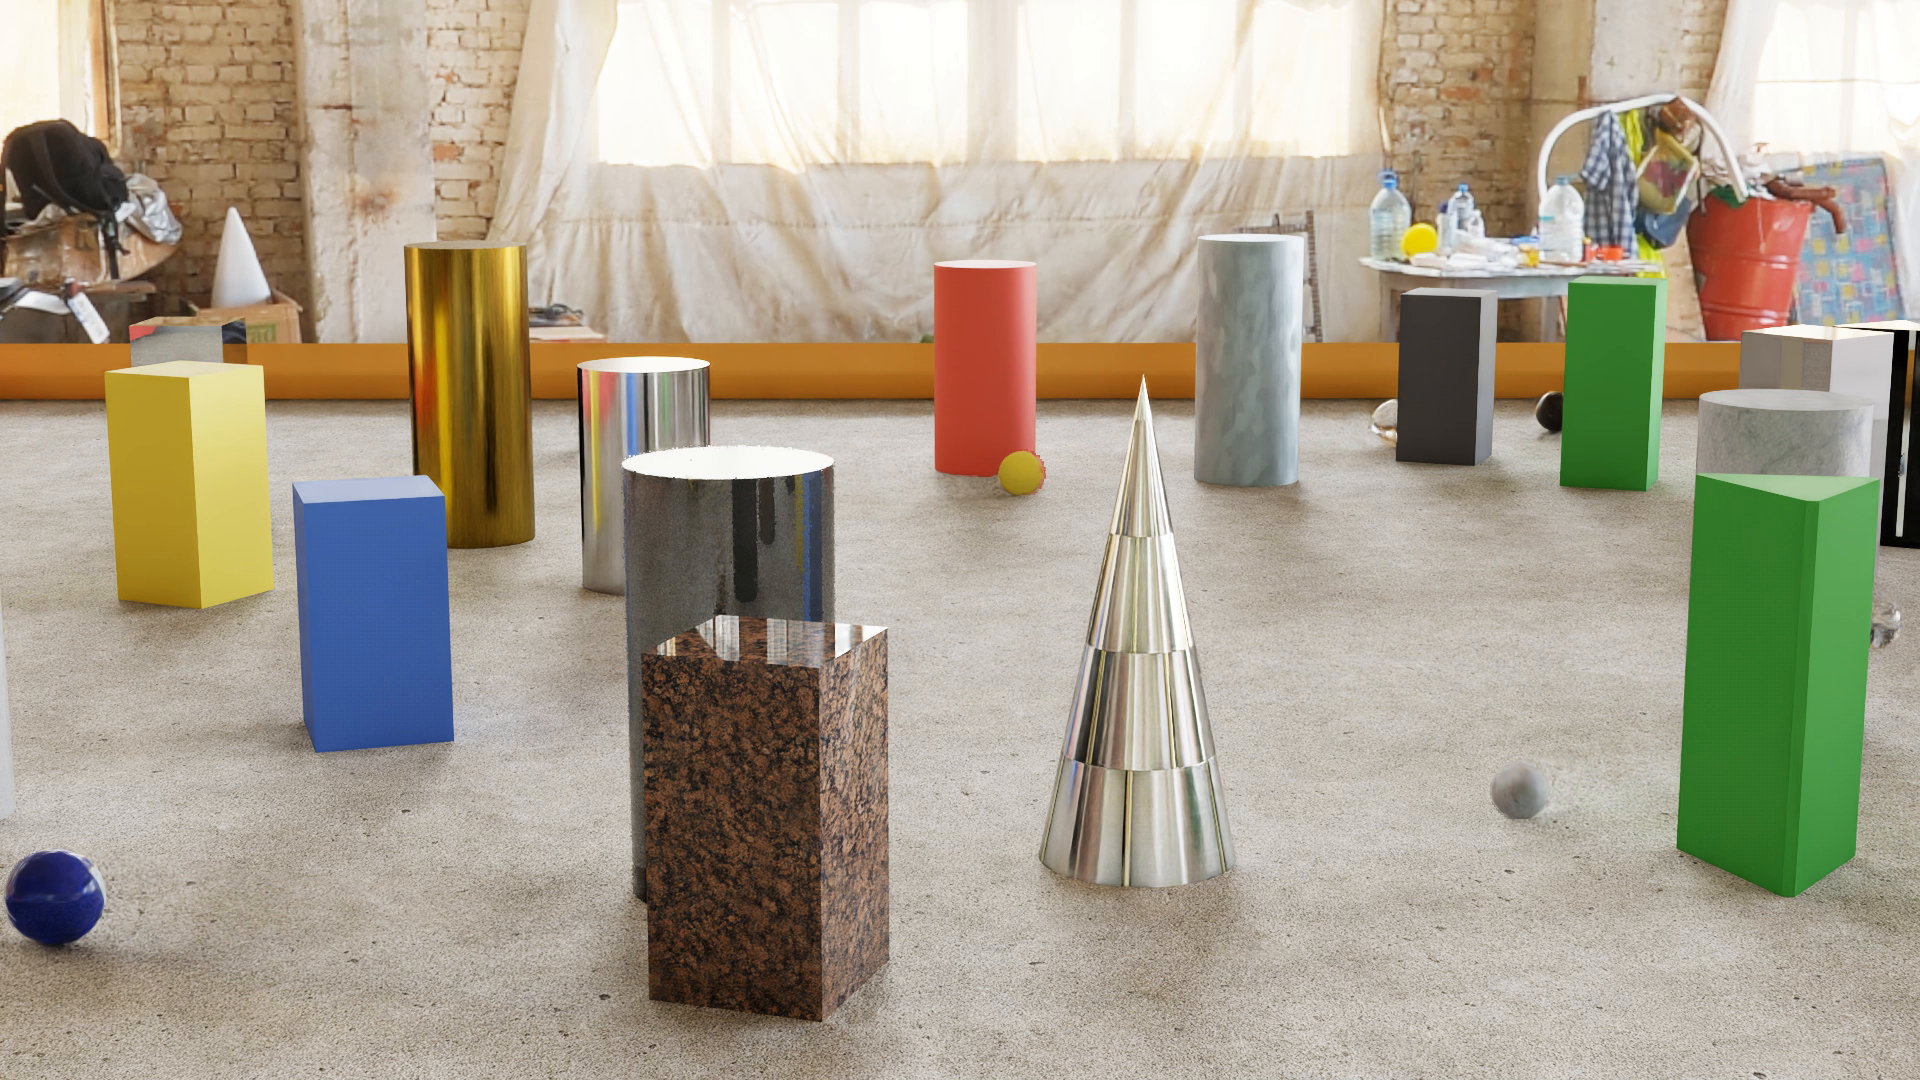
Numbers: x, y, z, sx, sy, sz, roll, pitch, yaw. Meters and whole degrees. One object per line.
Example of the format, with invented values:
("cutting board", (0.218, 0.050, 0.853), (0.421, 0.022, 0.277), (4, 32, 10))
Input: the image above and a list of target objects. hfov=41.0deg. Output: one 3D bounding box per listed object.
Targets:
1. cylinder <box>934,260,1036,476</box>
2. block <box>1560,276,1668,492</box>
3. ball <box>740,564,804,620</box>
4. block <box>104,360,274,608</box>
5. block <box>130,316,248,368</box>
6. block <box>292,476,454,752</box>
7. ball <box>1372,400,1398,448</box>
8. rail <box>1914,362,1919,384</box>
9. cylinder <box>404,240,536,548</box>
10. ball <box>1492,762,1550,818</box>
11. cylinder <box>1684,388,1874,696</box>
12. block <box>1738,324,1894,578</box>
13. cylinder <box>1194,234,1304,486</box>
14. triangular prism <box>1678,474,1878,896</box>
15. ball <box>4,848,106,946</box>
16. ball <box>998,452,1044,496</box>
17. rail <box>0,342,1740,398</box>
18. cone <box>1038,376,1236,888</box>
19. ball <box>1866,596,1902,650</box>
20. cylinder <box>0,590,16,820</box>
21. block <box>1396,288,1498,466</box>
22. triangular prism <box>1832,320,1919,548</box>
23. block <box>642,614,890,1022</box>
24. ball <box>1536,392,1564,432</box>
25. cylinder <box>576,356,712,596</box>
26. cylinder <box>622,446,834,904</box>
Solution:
("cylinder", (0.045, -0.311, 4.601), (0.183, 0.368, 0.183), (0, 11, 0))
("block", (1.133, -0.274, 4.447), (0.146, 0.352, 0.146), (4, 11, 22))
("ball", (-0.244, 0.073, 3.327), (0.083, 0.083, 0.083), (0, 11, 0))
("block", (-1.054, -0.079, 3.514), (0.146, 0.313, 0.146), (5, 12, 25))
("block", (-1.251, -0.203, 4.186), (0.146, 0.309, 0.146), (0, 11, -1))
("block", (-0.641, 0.077, 2.798), (0.146, 0.269, 0.146), (-4, 11, -19))
("ball", (0.828, -0.221, 4.876), (0.090, 0.090, 0.090), (0, 11, 0))
("rail", (2.096, 0.028, 3.462), (0.045, 0.119, 4.335), (0, 11, 0))
("cylinder", (-0.747, -0.225, 3.918), (0.183, 0.450, 0.183), (0, 11, 0))
("ball", (0.545, 0.244, 2.493), (0.054, 0.054, 0.054), (0, 11, 0))
("cylinder", (0.907, 0.022, 2.851), (0.183, 0.359, 0.183), (0, 11, 0))
("block", (1.204, -0.120, 3.635), (0.146, 0.349, 0.146), (-8, 13, -37))
("cylinder", (0.504, -0.316, 4.481), (0.183, 0.422, 0.183), (0, 11, 0))
("triangular prism", (0.726, 0.121, 2.331), (0.137, 0.354, 0.158), (8, 13, 38))
("ball", (-0.754, 0.297, 2.138), (0.080, 0.080, 0.080), (0, 11, 0))
("ball", (0.103, -0.112, 4.333), (0.076, 0.076, 0.076), (0, 11, 0))
("rail", (-0.012, -0.364, 5.557), (4.240, 0.119, 0.045), (0, 11, 0))
("cone", (0.164, 0.073, 2.336), (0.183, 0.448, 0.183), (0, 11, 0))
("ball", (1.144, 0.104, 3.209), (0.065, 0.065, 0.065), (0, 11, 0))
("cylinder", (-1.020, 0.106, 2.477), (0.183, 0.330, 0.183), (0, 11, 0))
("block", (0.897, -0.303, 4.724), (0.146, 0.307, 0.146), (5, 12, 23))
("triangular prism", (1.423, -0.166, 3.932), (0.158, 0.330, 0.137), (6, 12, 29))
("block", (-0.151, 0.215, 2.033), (0.146, 0.279, 0.146), (4, 11, 19))
("ball", (1.181, -0.254, 5.085), (0.078, 0.078, 0.078), (0, 11, 0))
("cylinder", (-0.439, -0.091, 3.588), (0.183, 0.310, 0.183), (0, 11, 0))
("cylinder", (-0.201, 0.120, 2.262), (0.183, 0.382, 0.183), (0, 11, 0))
